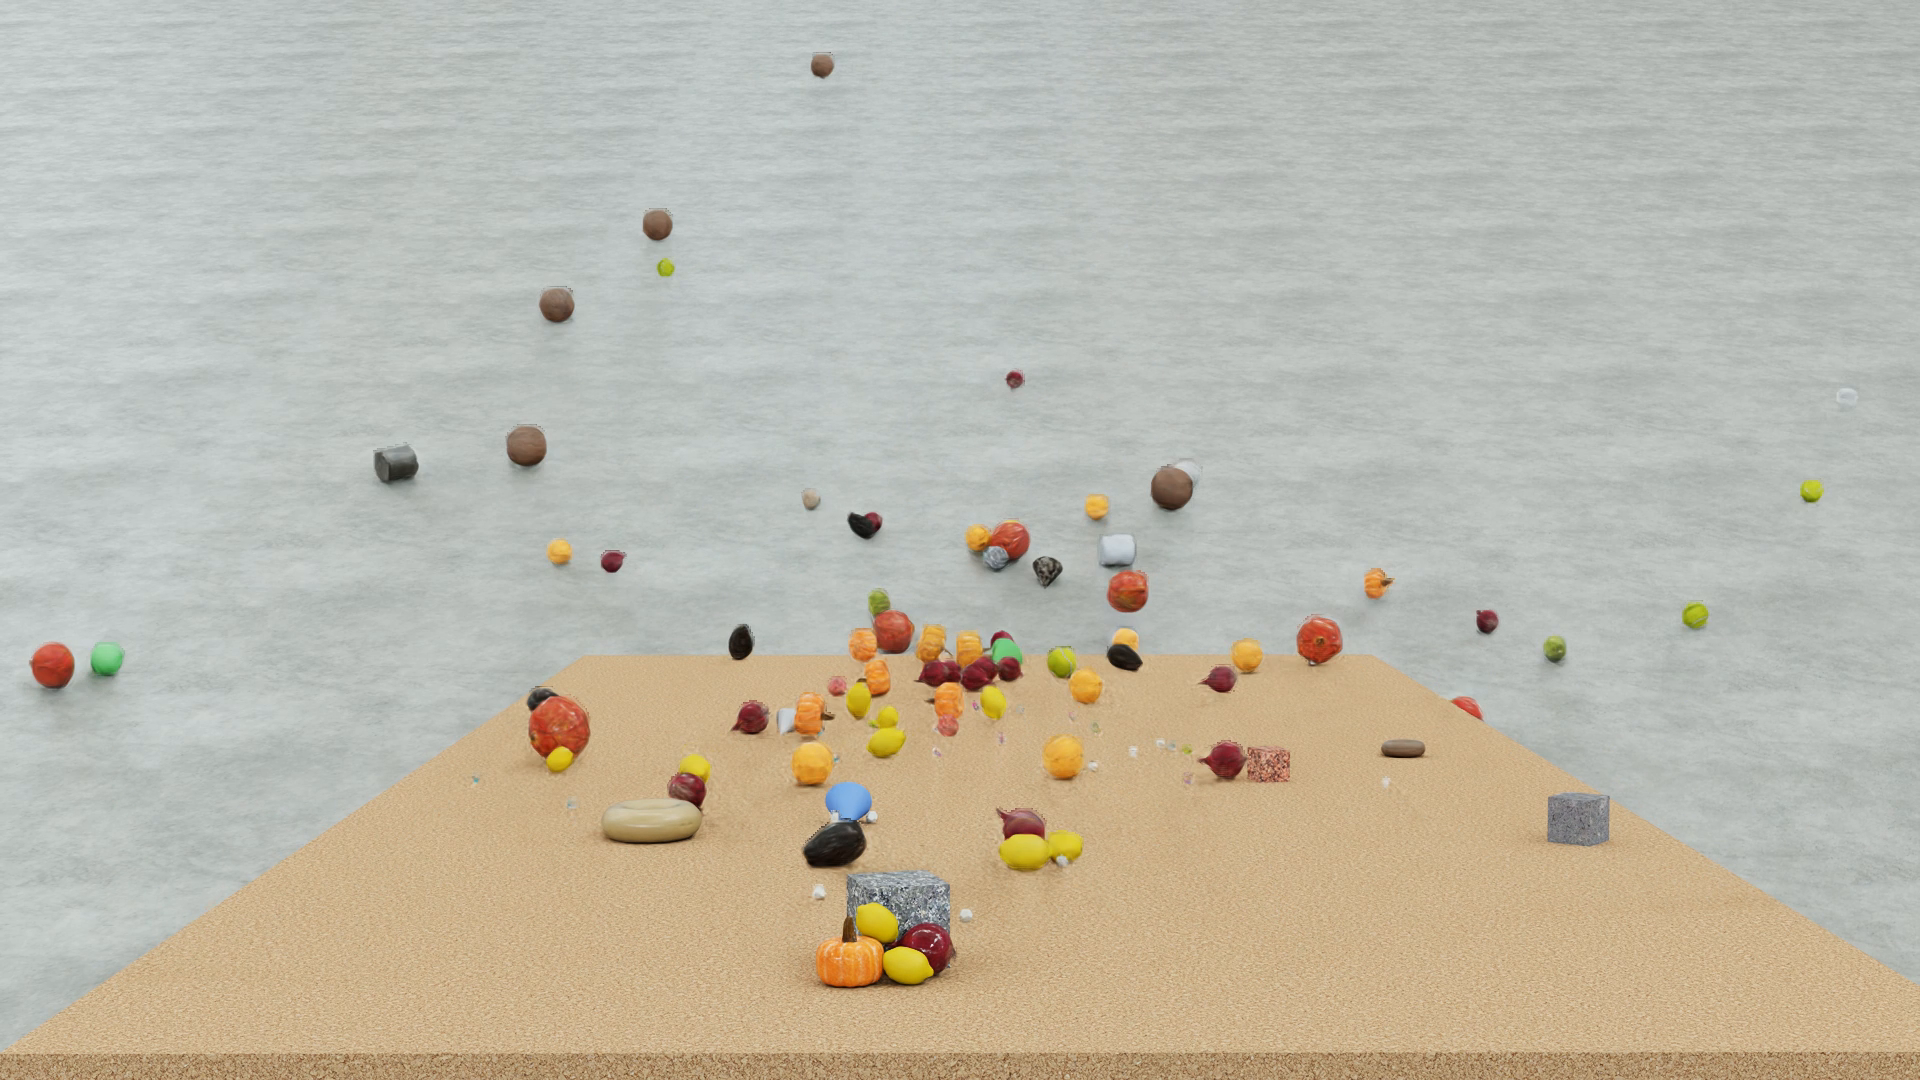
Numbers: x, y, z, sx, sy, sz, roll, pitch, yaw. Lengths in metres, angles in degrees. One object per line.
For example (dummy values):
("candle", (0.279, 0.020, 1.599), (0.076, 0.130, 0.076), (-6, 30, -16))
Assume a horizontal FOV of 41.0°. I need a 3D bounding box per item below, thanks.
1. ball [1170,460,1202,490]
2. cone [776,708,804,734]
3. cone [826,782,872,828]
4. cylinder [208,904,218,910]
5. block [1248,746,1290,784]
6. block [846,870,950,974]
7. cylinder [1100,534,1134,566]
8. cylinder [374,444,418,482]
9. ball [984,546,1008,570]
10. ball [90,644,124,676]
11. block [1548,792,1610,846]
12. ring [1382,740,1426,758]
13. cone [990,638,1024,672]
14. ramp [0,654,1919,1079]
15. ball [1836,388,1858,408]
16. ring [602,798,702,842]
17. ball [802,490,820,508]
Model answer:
("ball", (0.697, -0.199, 7.917), (0.093, 0.093, 0.093), (0, 21, 0))
("cone", (-0.339, 0.362, 4.983), (0.054, 0.054, 0.054), (6, 31, 15))
("cone", (-0.170, 0.417, 3.895), (0.071, 0.071, 0.071), (0, 30, 0))
("cylinder", (-1.547, 0.795, 5.410), (0.063, 0.063, 0.063), (-2, 21, -6))
("block", (0.523, 0.380, 4.358), (0.054, 0.054, 0.054), (-1, 3, -18))
("block", (-0.071, 0.436, 2.942), (0.096, 0.096, 0.096), (-1, 3, -17))
("cylinder", (0.447, 0.029, 7.342), (0.085, 0.085, 0.085), (-3, 22, -8))
("cylinder", (-1.756, -0.237, 8.001), (0.099, 0.099, 0.099), (-17, 27, -37))
("ball", (0.103, 0.052, 7.309), (0.068, 0.068, 0.068), (0, 21, 0))
("ball", (-2.202, 0.309, 6.631), (0.082, 0.082, 0.082), (0, 21, 0))
("block", (0.903, 0.407, 3.750), (0.066, 0.066, 0.066), (2, 4, 39))
("ring", (0.804, 0.378, 4.660), (0.080, 0.027, 0.080), (-1, 2, 0))
("cone", (0.093, 0.293, 6.146), (0.085, 0.085, 0.085), (12, 36, 28))
("ramp", (0.050, 0.448, 4.532), (2.000, 0.100, 4.000), (0, 3, 0))
("ball", (2.993, -0.480, 8.671), (0.068, 0.068, 0.068), (0, 21, 0))
("ring", (-0.455, 0.414, 3.792), (0.148, 0.049, 0.148), (-1, 3, 0))
("ball", (-0.451, -0.122, 7.771), (0.056, 0.056, 0.056), (0, 21, 0))
